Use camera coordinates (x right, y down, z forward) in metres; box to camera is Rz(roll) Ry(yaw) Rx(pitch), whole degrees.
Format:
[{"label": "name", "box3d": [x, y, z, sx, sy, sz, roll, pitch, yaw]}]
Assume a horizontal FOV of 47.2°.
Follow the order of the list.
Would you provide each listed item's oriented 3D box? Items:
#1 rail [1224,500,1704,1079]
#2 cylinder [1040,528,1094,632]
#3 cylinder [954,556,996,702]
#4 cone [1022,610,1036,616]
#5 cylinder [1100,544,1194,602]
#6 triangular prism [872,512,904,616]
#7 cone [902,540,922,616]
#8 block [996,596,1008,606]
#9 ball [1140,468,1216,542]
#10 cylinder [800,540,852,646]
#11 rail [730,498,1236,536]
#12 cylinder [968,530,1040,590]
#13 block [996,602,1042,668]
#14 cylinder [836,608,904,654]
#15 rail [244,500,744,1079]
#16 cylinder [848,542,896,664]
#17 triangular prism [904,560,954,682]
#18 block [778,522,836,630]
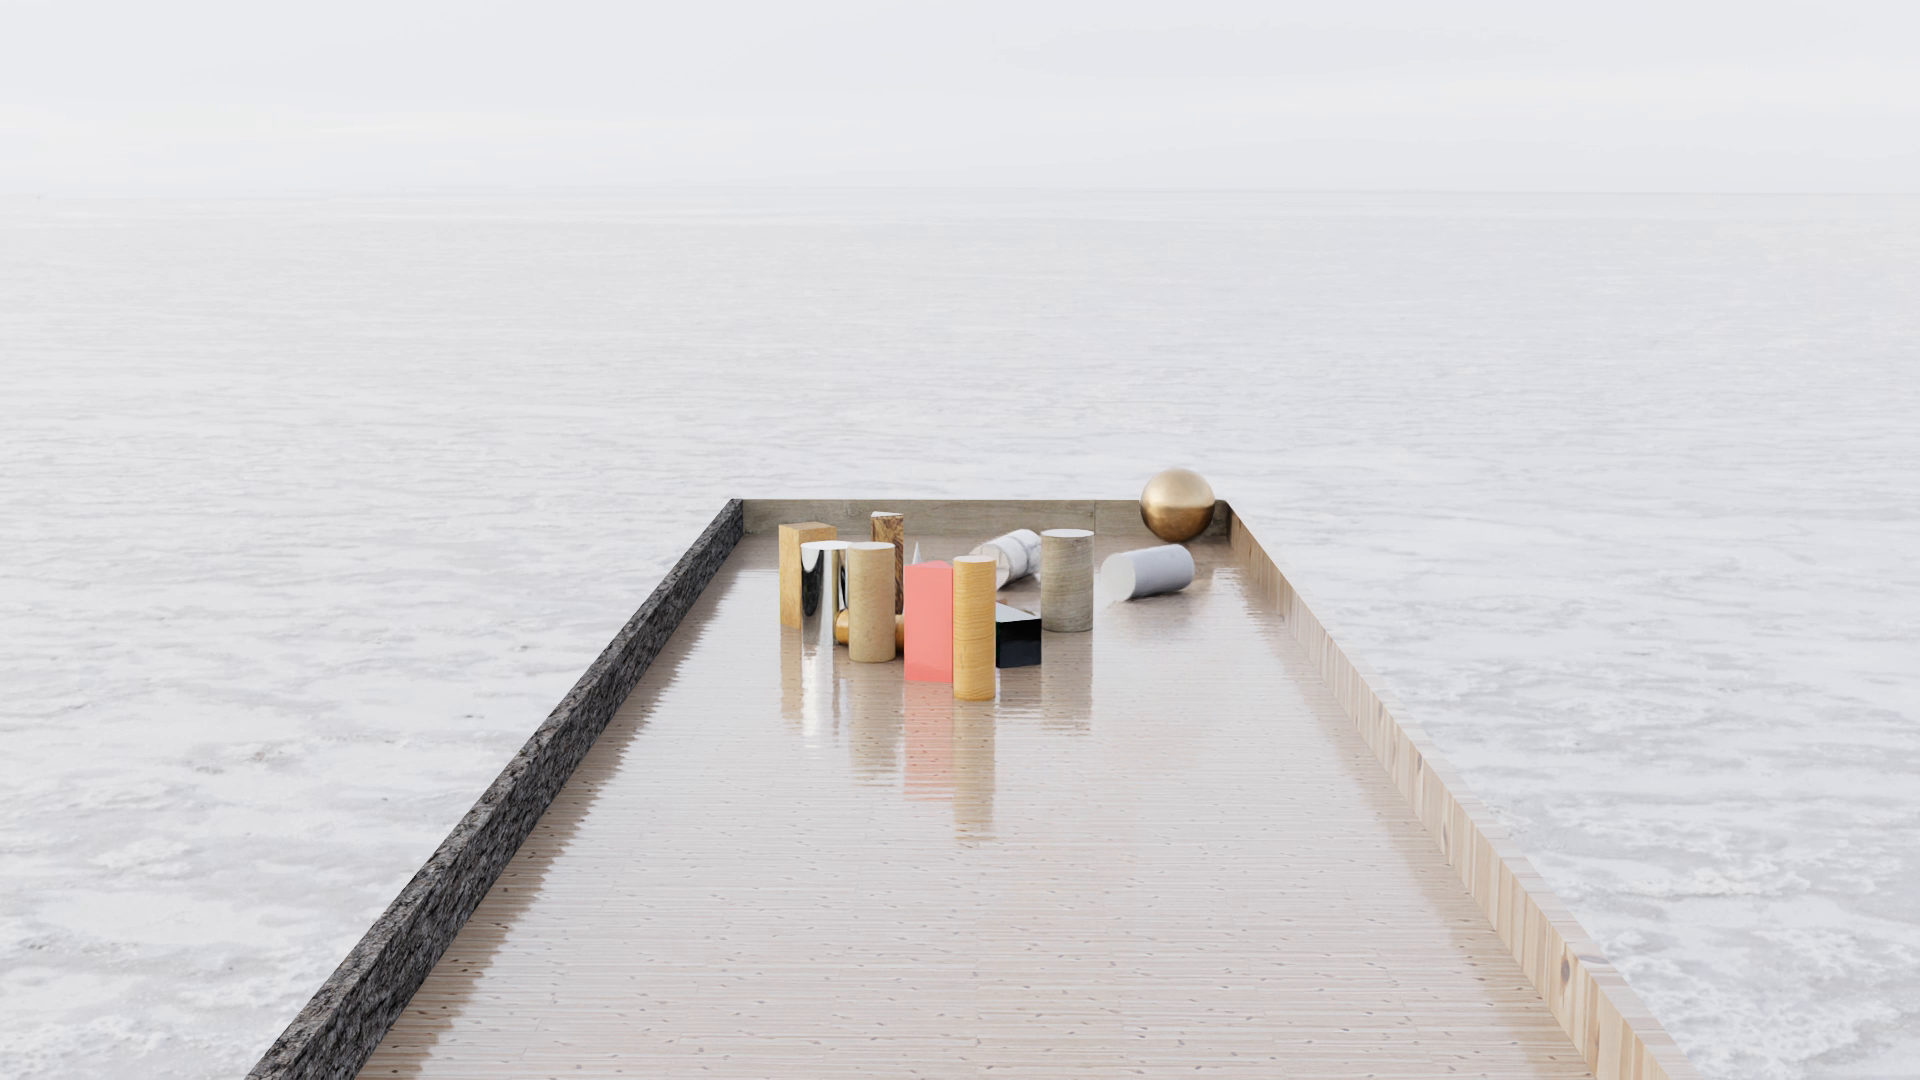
[{"label": "rail", "box3d": [1.046, 0.843, 3.208, 0.050, 0.150, 12.000, 0, 9, 1]}, {"label": "cylinder", "box3d": [0.350, 0.132, 7.172, 0.173, 0.314, 0.173, 0, 9, 0]}, {"label": "cylinder", "box3d": [0.041, 0.248, 6.179, 0.120, 0.396, 0.120, 0, 9, 0]}, {"label": "cone", "box3d": [0.183, 0.265, 7.180, 0.101, 0.101, 0.424, -1, 2, -5]}, {"label": "cylinder", "box3d": [0.662, 0.114, 7.759, 0.312, 0.166, 0.166, -8, 12, -43]}, {"label": "triangular prism", "box3d": [-0.258, 0.097, 7.206, 0.114, 0.372, 0.099, -5, 10, -27]}, {"label": "cone", "box3d": [-0.134, 0.166, 6.894, 0.137, 0.333, 0.137, 0, 9, 0]}, {"label": "block", "box3d": [-0.029, 0.226, 7.214, 0.116, 0.116, 0.421, -8, 12, -40]}, {"label": "ball", "box3d": [0.884, -0.144, 8.941, 0.305, 0.305, 0.305, 0, 9, 0]}, {"label": "cylinder", "box3d": [-0.416, 0.167, 6.972, 0.174, 0.307, 0.174, 0, 9, 0]}, {"label": "rail", "box3d": [0.099, -0.098, 9.147, 2.100, 0.150, 0.050, 0, 9, 1]}, {"label": "cylinder", "box3d": [0.170, 0.071, 8.031, 0.167, 0.167, 0.394, 3, 10, 21]}, {"label": "block", "box3d": [0.080, 0.278, 6.802, 0.141, 0.141, 0.458, -4, 10, -26]}, {"label": "cylinder", "box3d": [-0.198, 0.289, 6.816, 0.379, 0.116, 0.116, 6, 11, 34]}, {"label": "rail", "box3d": [-1.004, 0.839, 3.234, 0.050, 0.150, 12.000, 0, 9, 1]}, {"label": "cylinder", "box3d": [-0.269, 0.190, 6.691, 0.143, 0.350, 0.143, 0, 9, 0]}, {"label": "triangular prism", "box3d": [-0.074, 0.236, 6.444, 0.147, 0.337, 0.127, 2, 9, 15]}, {"label": "block", "box3d": [-0.500, 0.116, 7.227, 0.138, 0.329, 0.138, -6, 11, -32]}]
